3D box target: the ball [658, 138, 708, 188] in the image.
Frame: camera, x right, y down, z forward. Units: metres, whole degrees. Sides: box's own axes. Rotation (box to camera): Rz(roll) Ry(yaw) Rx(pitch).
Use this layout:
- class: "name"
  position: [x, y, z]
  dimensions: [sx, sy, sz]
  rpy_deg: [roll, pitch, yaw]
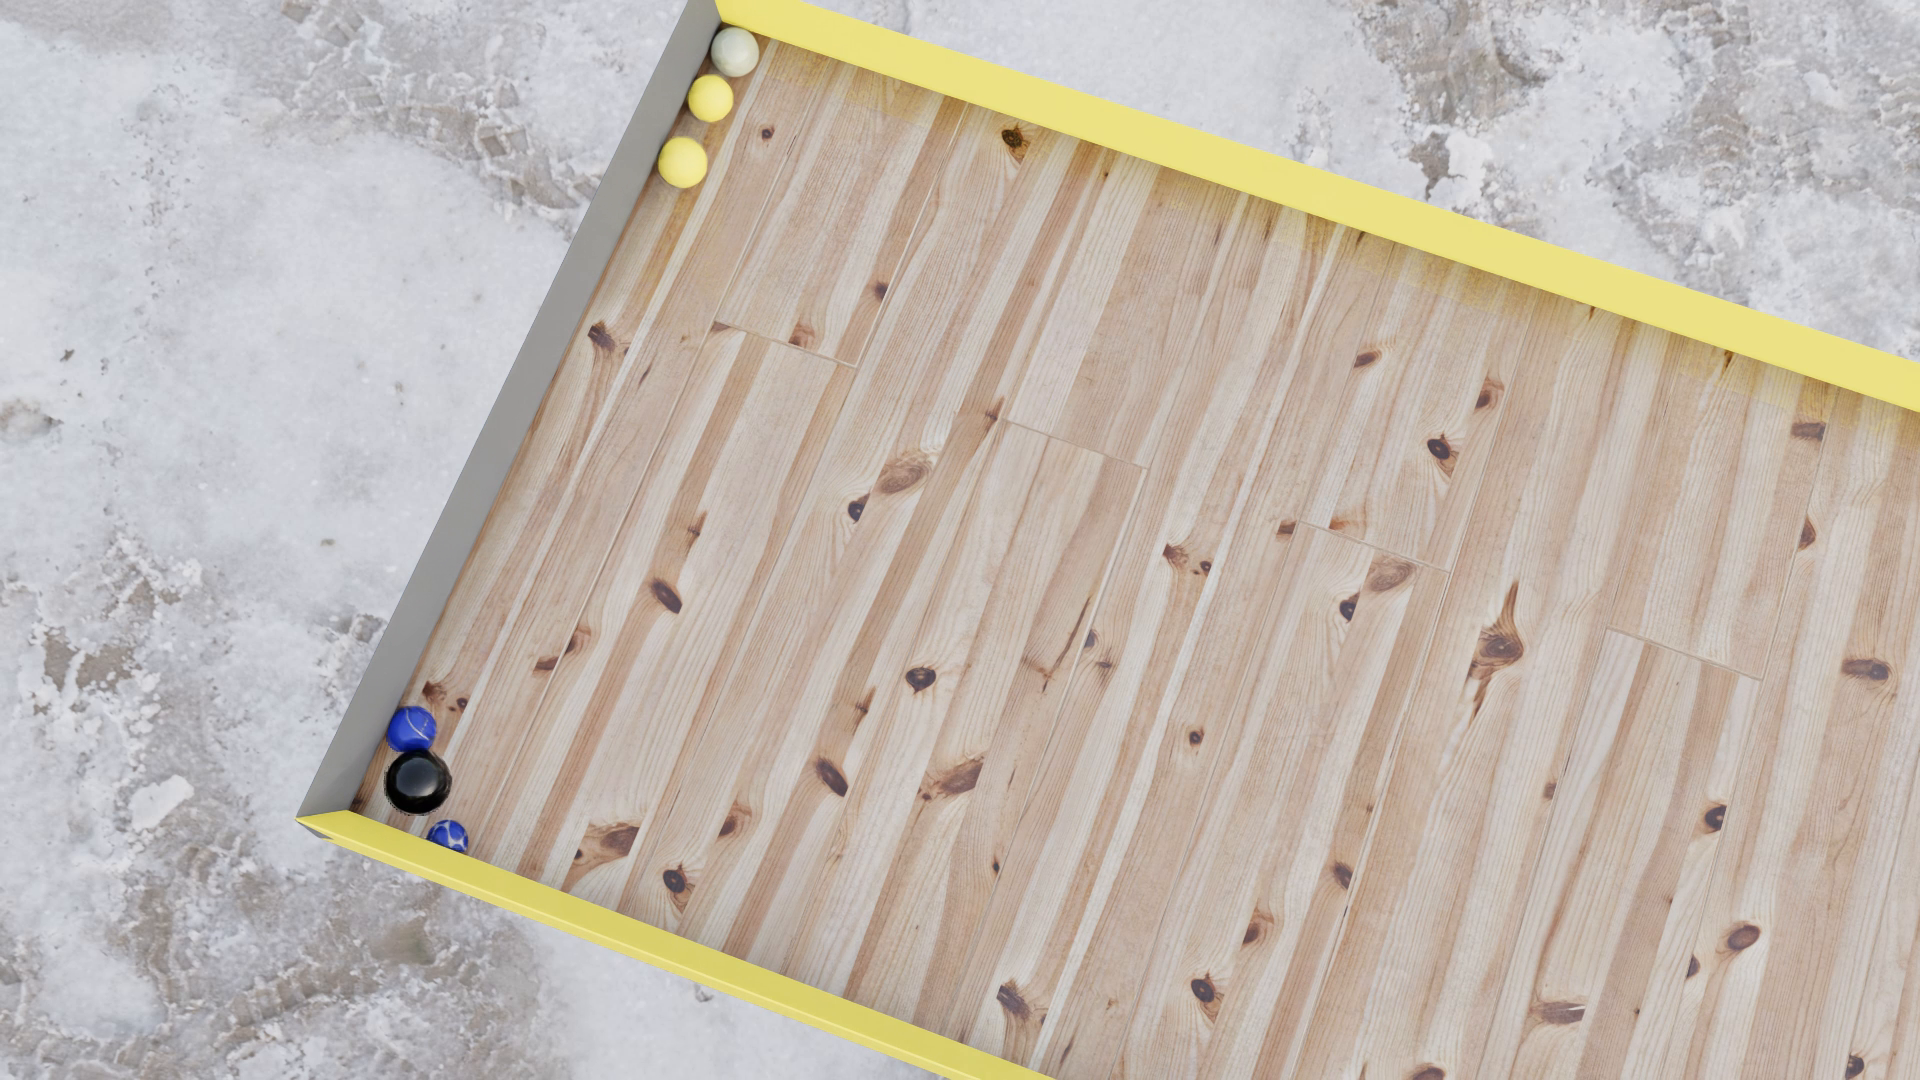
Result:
- class: "ball"
  position: [-0.460, -0.625, 3.646]
  dimensions: [0.082, 0.082, 0.082]
  rpy_deg: [0, 70, 0]

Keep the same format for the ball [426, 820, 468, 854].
- class: "ball"
  position: [-0.764, 0.447, 3.278]
  dimensions: [0.060, 0.060, 0.060]
  rpy_deg: [0, 70, 0]

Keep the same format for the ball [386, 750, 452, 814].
- class: "ball"
  position: [-0.810, 0.362, 3.288]
  dimensions: [0.097, 0.097, 0.097]
  rpy_deg: [0, 70, 0]

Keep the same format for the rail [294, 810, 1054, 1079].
- class: "rail"
  position: [0.438, 0.896, 3.083]
  dimensions: [2.980, 0.126, 0.045]
  rpy_deg: [19, 72, 7]

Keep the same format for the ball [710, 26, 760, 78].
- class: "ball"
  position: [-0.380, -0.825, 3.716]
  dimensions: [0.083, 0.083, 0.083]
  rpy_deg: [0, 70, 0]

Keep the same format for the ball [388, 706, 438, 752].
- class: "ball"
  position: [-0.829, 0.287, 3.327]
  dimensions: [0.074, 0.074, 0.074]
  rpy_deg: [0, 70, 0]

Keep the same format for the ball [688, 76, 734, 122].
- class: "ball"
  position: [-0.419, -0.740, 3.689]
  dimensions: [0.077, 0.077, 0.077]
  rpy_deg: [0, 70, 0]

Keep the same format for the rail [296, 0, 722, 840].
- class: "rail"
  position: [-0.676, -0.246, 3.487]
  dimensions: [0.045, 0.126, 1.539]
  rpy_deg: [19, 72, 7]

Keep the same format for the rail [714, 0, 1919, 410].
- class: "rail"
  position: [0.959, -0.422, 3.549]
  dimensions: [2.980, 0.126, 0.045]
  rpy_deg: [19, 72, 7]
